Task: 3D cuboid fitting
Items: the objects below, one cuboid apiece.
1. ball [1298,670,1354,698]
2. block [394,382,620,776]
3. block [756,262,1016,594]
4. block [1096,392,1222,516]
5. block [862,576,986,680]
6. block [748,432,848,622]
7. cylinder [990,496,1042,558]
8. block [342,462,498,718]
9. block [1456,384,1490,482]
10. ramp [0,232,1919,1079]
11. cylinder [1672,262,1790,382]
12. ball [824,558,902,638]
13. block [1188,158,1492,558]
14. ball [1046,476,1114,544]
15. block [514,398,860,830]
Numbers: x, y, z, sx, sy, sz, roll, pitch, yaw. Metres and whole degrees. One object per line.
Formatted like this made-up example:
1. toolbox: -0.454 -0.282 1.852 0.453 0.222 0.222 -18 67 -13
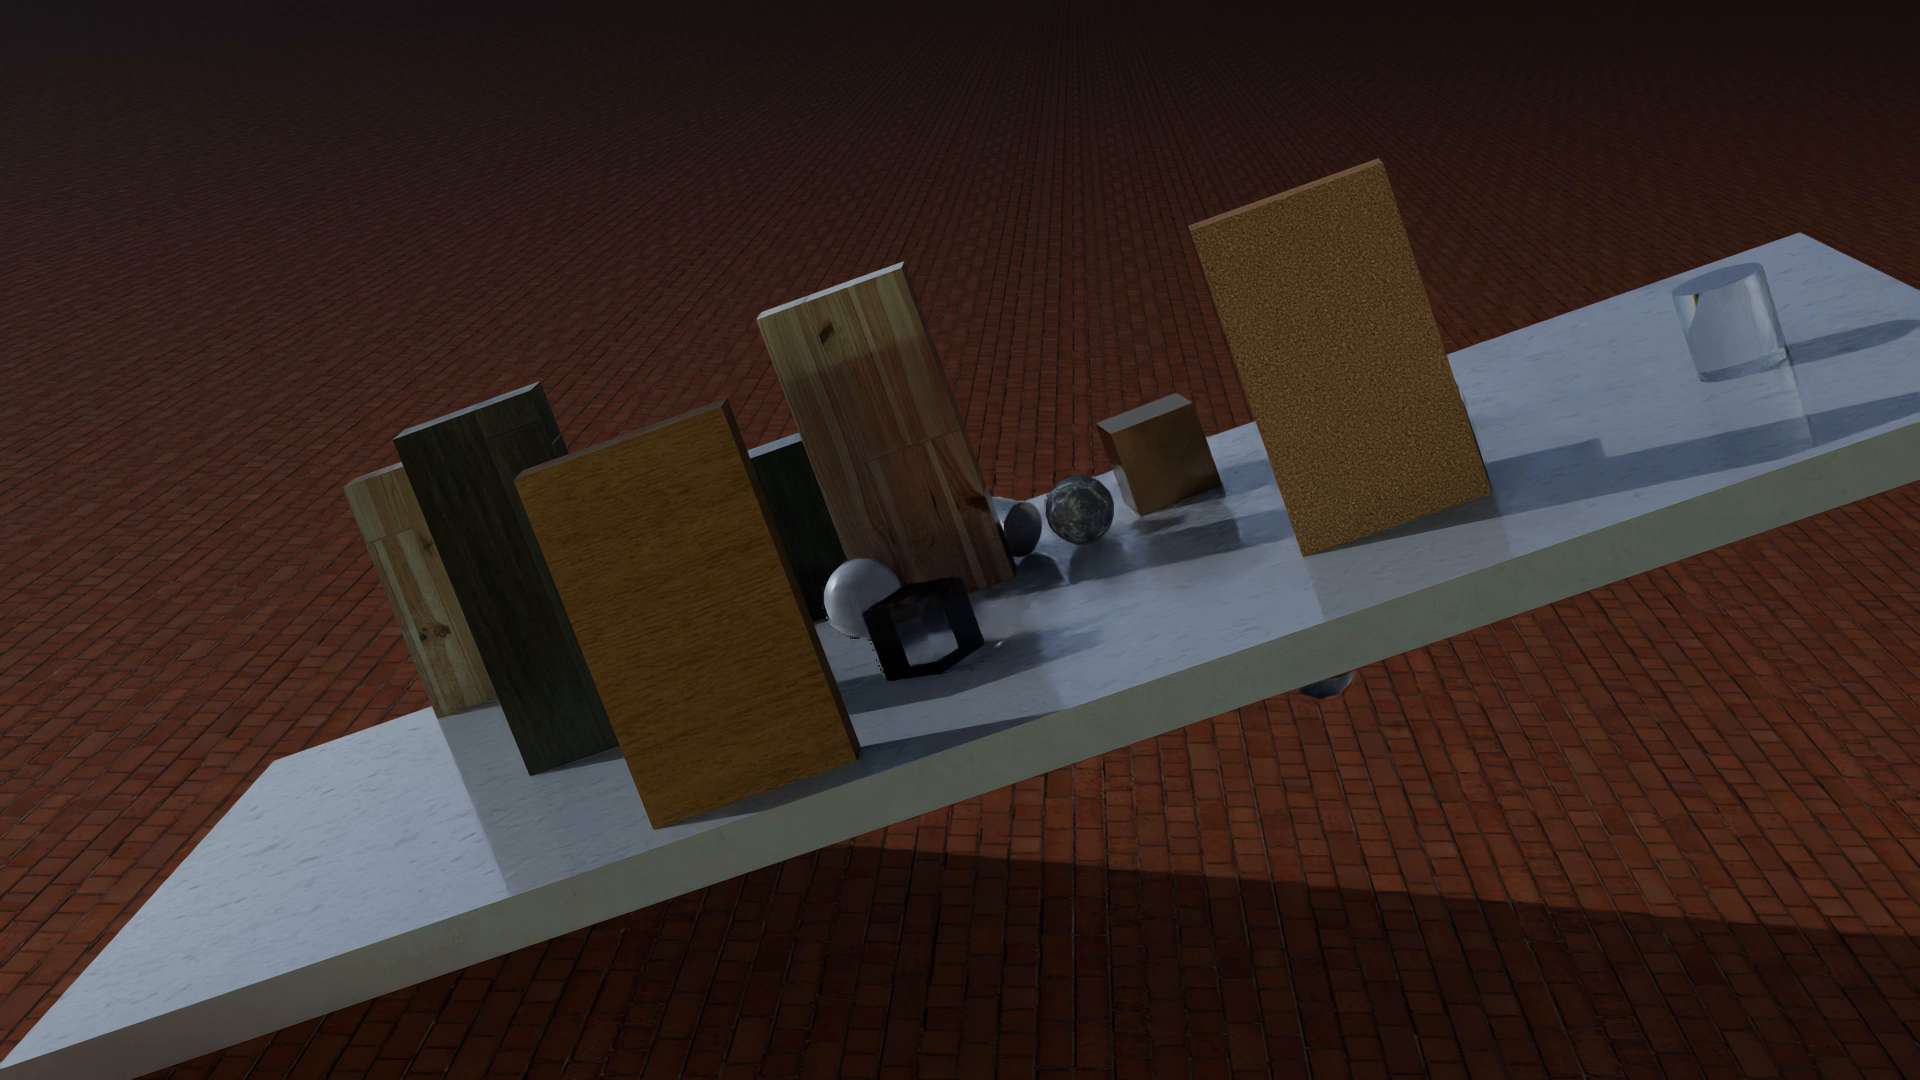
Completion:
1. ball: 1.007 0.350 8.197 0.185 0.185 0.185 0 13 0
2. block: -0.905 0.085 6.264 0.312 0.778 0.118 -19 11 6
3. block: -0.158 -0.210 6.481 0.335 0.727 0.115 -19 11 6
4. block: 0.453 -0.197 6.708 0.200 0.200 0.200 -21 11 -3
5. block: -0.074 0.180 5.971 0.151 0.151 0.151 -10 15 42
6. block: -0.274 -0.059 6.794 0.375 0.407 0.137 -19 11 6
7. cylinder: 0.096 -0.032 6.670 0.127 0.127 0.127 -12 16 -43
8. block: -1.261 0.100 7.234 0.278 0.616 0.113 -19 11 6
9. block: 0.946 -0.189 5.873 0.172 0.172 0.172 -18 11 12
10. ramp: 0.113 0.178 6.299 4.000 0.100 2.000 -19 11 6
11. cylinder: 1.558 -0.440 5.953 0.187 0.187 0.187 -20 11 4
12. ball: -0.210 0.125 6.410 0.174 0.174 0.174 0 13 0
13. block: 0.737 -0.350 5.702 0.385 0.678 0.089 -19 11 6
14. ball: 0.267 -0.067 6.542 0.154 0.154 0.154 0 13 0
15. block: -0.502 0.141 5.467 0.408 0.710 0.092 -19 11 6
